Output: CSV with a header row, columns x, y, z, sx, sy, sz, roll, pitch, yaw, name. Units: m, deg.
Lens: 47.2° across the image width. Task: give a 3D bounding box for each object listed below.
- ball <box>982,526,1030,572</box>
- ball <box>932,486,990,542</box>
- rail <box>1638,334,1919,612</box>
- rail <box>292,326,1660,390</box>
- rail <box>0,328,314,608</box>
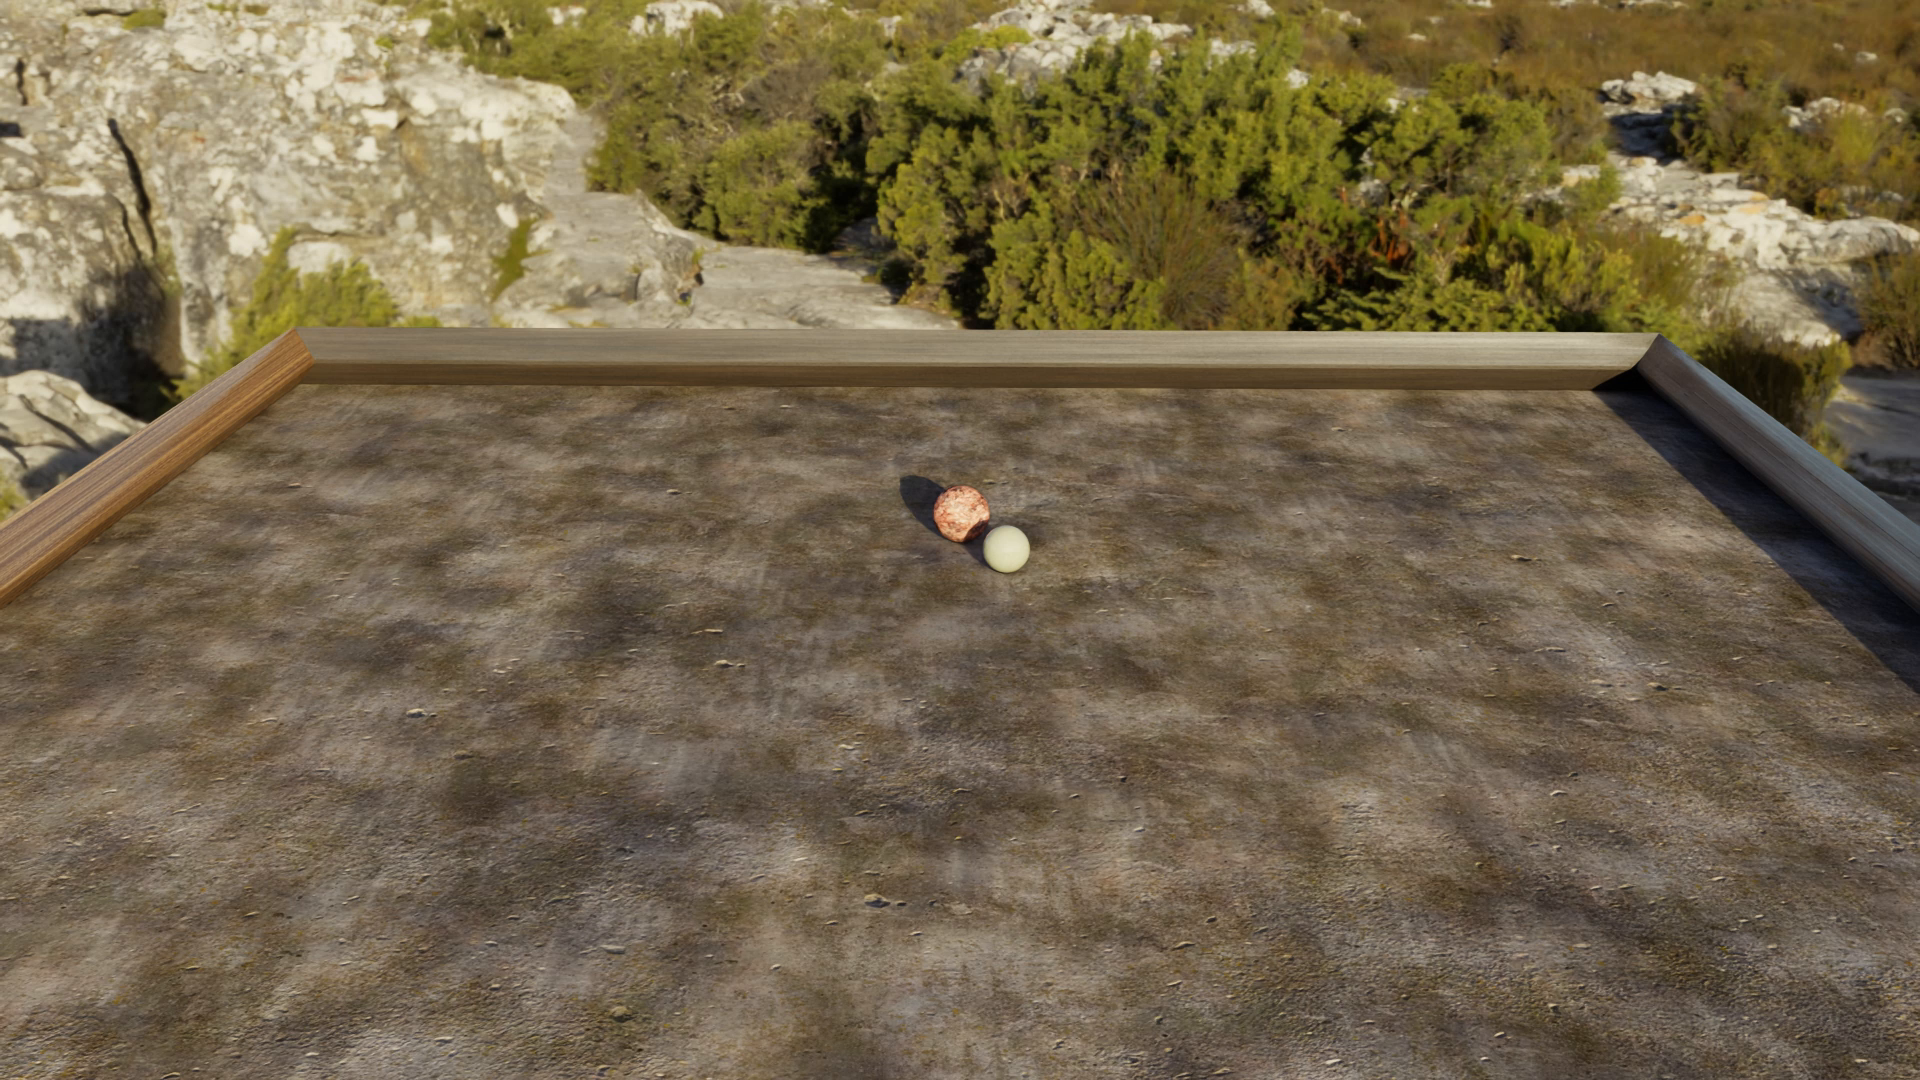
x,y,z,sx,sy,sz,roll,pitch,yaw,name
0.056,0.011,2.685,0.058,0.058,0.058,0,17,0,ball
0.001,-0.033,2.801,0.073,0.073,0.073,0,17,0,ball
1.072,0.275,1.783,0.045,0.095,3.766,0,17,1,rail
0.019,-0.290,3.578,2.231,0.095,0.045,0,17,1,rail
-1.111,0.261,1.827,0.045,0.095,3.766,0,17,1,rail
